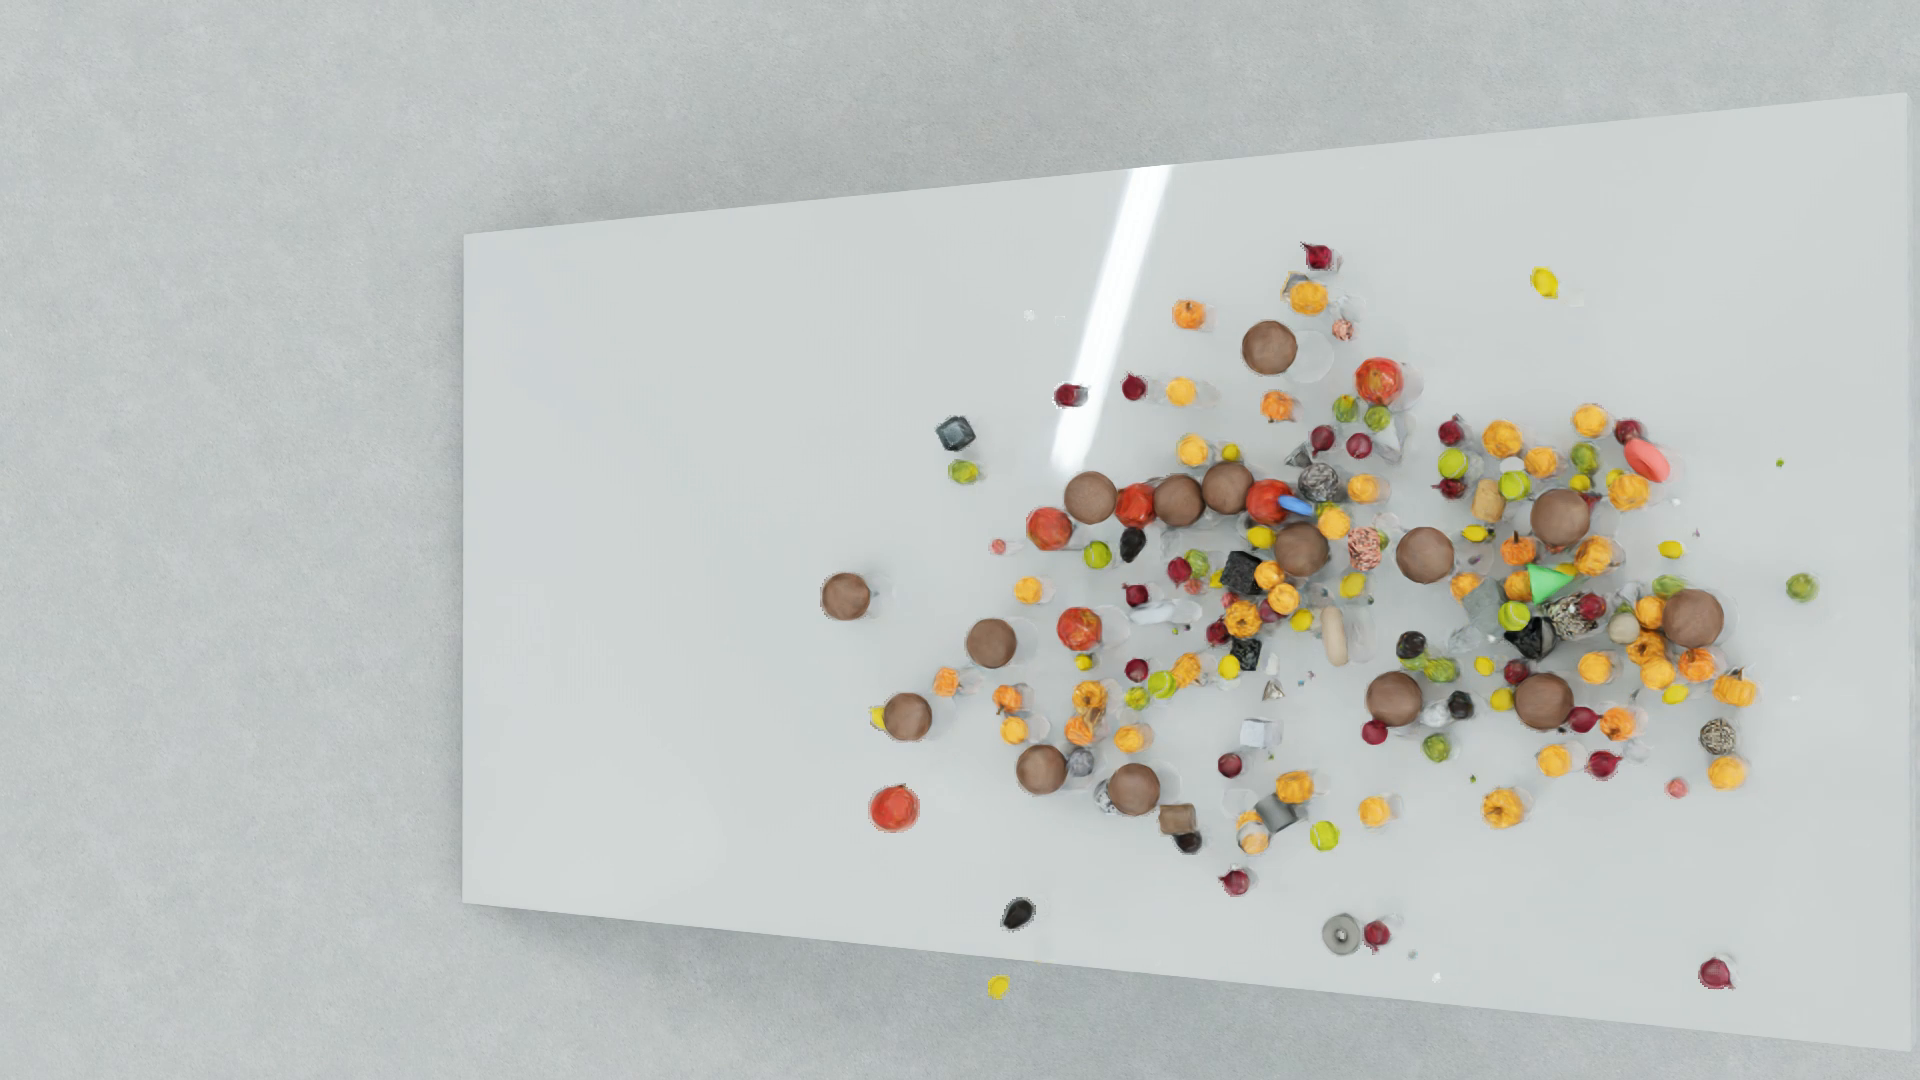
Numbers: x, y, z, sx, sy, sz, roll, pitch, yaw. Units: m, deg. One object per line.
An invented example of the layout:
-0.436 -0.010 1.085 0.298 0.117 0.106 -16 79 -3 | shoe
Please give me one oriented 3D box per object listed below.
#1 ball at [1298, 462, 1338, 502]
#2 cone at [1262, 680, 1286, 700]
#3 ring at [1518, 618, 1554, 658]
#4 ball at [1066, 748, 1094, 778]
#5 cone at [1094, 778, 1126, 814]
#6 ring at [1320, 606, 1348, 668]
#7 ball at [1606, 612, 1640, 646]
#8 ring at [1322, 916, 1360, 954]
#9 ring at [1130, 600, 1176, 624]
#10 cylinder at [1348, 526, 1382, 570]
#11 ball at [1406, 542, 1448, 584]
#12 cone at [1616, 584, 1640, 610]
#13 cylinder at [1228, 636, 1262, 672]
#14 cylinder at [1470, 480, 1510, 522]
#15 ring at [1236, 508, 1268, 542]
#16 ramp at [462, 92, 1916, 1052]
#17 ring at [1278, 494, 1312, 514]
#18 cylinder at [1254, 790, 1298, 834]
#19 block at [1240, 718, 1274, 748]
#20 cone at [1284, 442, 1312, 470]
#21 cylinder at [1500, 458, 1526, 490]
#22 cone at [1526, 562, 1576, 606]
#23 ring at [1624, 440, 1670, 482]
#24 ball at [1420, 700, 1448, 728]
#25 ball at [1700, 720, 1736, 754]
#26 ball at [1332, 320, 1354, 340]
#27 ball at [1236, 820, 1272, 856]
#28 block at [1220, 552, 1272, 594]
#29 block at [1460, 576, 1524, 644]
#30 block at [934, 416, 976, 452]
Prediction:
0.845 -0.135 5.184 0.095 0.095 0.095 0 89 0 | ball
0.758 0.368 5.271 0.052 0.052 0.052 18 89 2 | cone
1.295 0.221 4.956 0.095 0.032 0.095 2 94 35 | ring
0.301 0.558 5.504 0.071 0.071 0.071 0 89 0 | ball
0.354 0.642 5.462 0.091 0.091 0.091 0 89 30 | cone
0.875 0.225 5.138 0.049 0.148 0.148 -9 89 11 | ring
1.445 0.194 4.788 0.072 0.072 0.072 0 89 0 | ball
0.898 0.931 5.180 0.093 0.031 0.093 0 91 31 | ring
0.471 0.176 5.362 0.117 0.117 0.039 -11 99 0 | ring
0.921 0.019 5.008 0.071 0.071 0.071 -16 129 0 | cylinder
1.071 0.053 5.052 0.094 0.094 0.094 0 89 0 | ball
1.474 0.132 4.827 0.054 0.054 0.054 -12 54 0 | cone
0.685 0.274 5.286 0.069 0.069 0.069 12 98 0 | cylinder
1.198 -0.089 4.973 0.071 0.071 0.071 11 119 0 | cylinder
0.705 -0.038 5.303 0.081 0.027 0.081 -1 88 31 | ring
0.270 0.075 5.626 4.000 0.100 2.000 0 89 30 | ramp
0.779 -0.082 5.118 0.084 0.084 0.028 21 97 0 | ring
0.753 0.649 5.239 0.077 0.077 0.077 -29 74 0 | cylinder
0.713 0.464 5.275 0.059 0.059 0.059 7 93 30 | block
0.822 -0.183 5.233 0.072 0.072 0.072 -45 96 0 | cone
1.241 -0.148 4.934 0.053 0.053 0.053 -11 48 13 | cylinder
1.313 0.090 4.867 0.099 0.099 0.099 -10 89 12 | cone
1.494 -0.172 4.782 0.038 0.114 0.114 -43 90 -8 | ring
1.091 0.400 5.056 0.061 0.061 0.061 0 89 0 | ball
1.632 0.424 4.734 0.076 0.076 0.076 0 89 0 | ball
0.902 -0.495 5.180 0.050 0.050 0.050 0 89 0 | ball
0.691 0.700 5.169 0.081 0.081 0.081 0 89 0 | ball
0.685 0.080 5.283 0.079 0.079 0.079 26 102 28 | block
1.199 0.158 4.957 0.088 0.088 0.088 -40 115 21 | block
-0.011 -0.276 5.697 0.064 0.064 0.064 -34 74 25 | block
